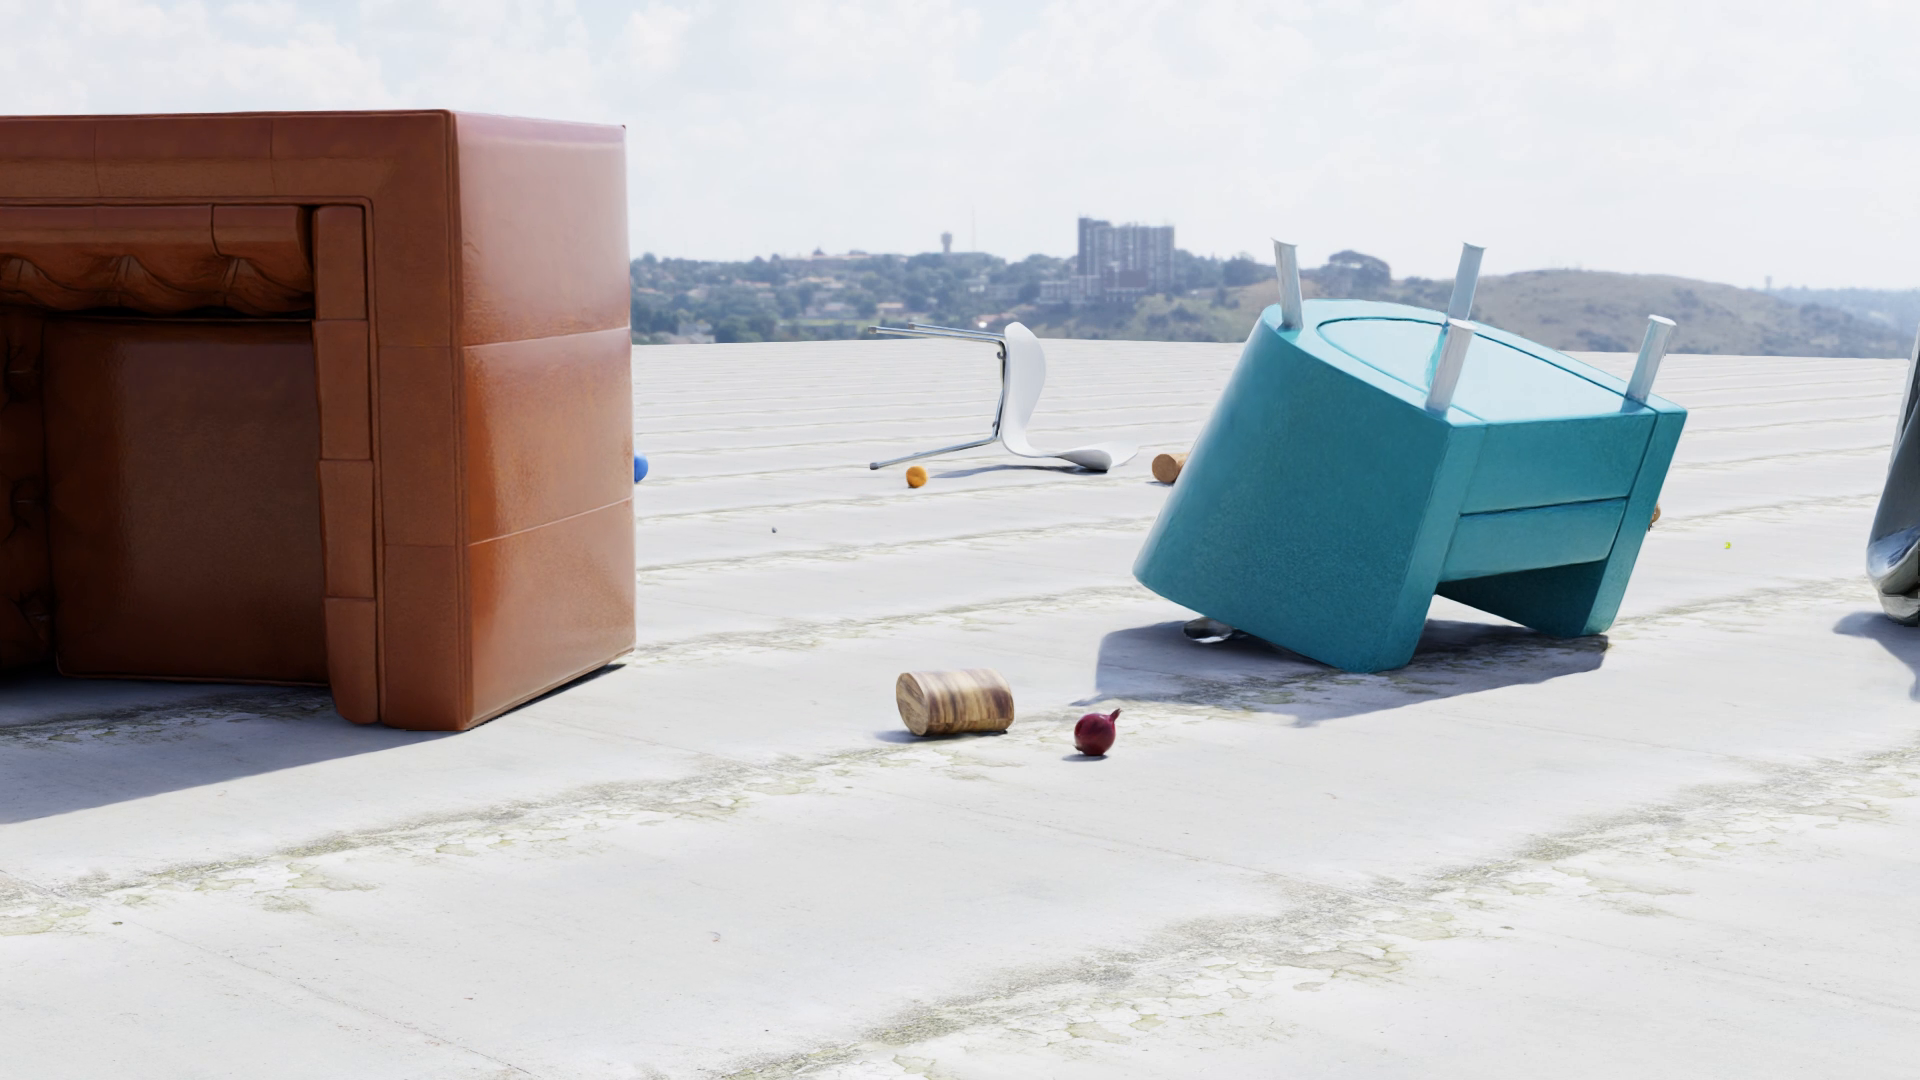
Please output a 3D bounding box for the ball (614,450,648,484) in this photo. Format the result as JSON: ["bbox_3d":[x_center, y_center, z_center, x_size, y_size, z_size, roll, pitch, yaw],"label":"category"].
[{"bbox_3d":[-1.045,-0.235,8.157,0.109,0.109,0.109,0,6,0],"label":"ball"}]

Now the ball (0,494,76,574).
[{"bbox_3d":[-2.049,-0.012,5.676,0.176,0.176,0.176,0,6,0],"label":"ball"}]

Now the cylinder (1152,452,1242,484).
[{"bbox_3d":[0.754,-0.230,8.186,0.217,0.094,0.235,-2,4,-16],"label":"cylinder"}]

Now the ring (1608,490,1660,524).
[{"bbox_3d":[1.798,-0.086,6.842,0.045,0.089,0.221,19,4,-21],"label":"ring"}]

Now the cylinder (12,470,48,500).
[{"bbox_3d":[-2.699,-0.153,7.441,0.062,0.116,0.061,44,-4,-12],"label":"cylinder"}]
